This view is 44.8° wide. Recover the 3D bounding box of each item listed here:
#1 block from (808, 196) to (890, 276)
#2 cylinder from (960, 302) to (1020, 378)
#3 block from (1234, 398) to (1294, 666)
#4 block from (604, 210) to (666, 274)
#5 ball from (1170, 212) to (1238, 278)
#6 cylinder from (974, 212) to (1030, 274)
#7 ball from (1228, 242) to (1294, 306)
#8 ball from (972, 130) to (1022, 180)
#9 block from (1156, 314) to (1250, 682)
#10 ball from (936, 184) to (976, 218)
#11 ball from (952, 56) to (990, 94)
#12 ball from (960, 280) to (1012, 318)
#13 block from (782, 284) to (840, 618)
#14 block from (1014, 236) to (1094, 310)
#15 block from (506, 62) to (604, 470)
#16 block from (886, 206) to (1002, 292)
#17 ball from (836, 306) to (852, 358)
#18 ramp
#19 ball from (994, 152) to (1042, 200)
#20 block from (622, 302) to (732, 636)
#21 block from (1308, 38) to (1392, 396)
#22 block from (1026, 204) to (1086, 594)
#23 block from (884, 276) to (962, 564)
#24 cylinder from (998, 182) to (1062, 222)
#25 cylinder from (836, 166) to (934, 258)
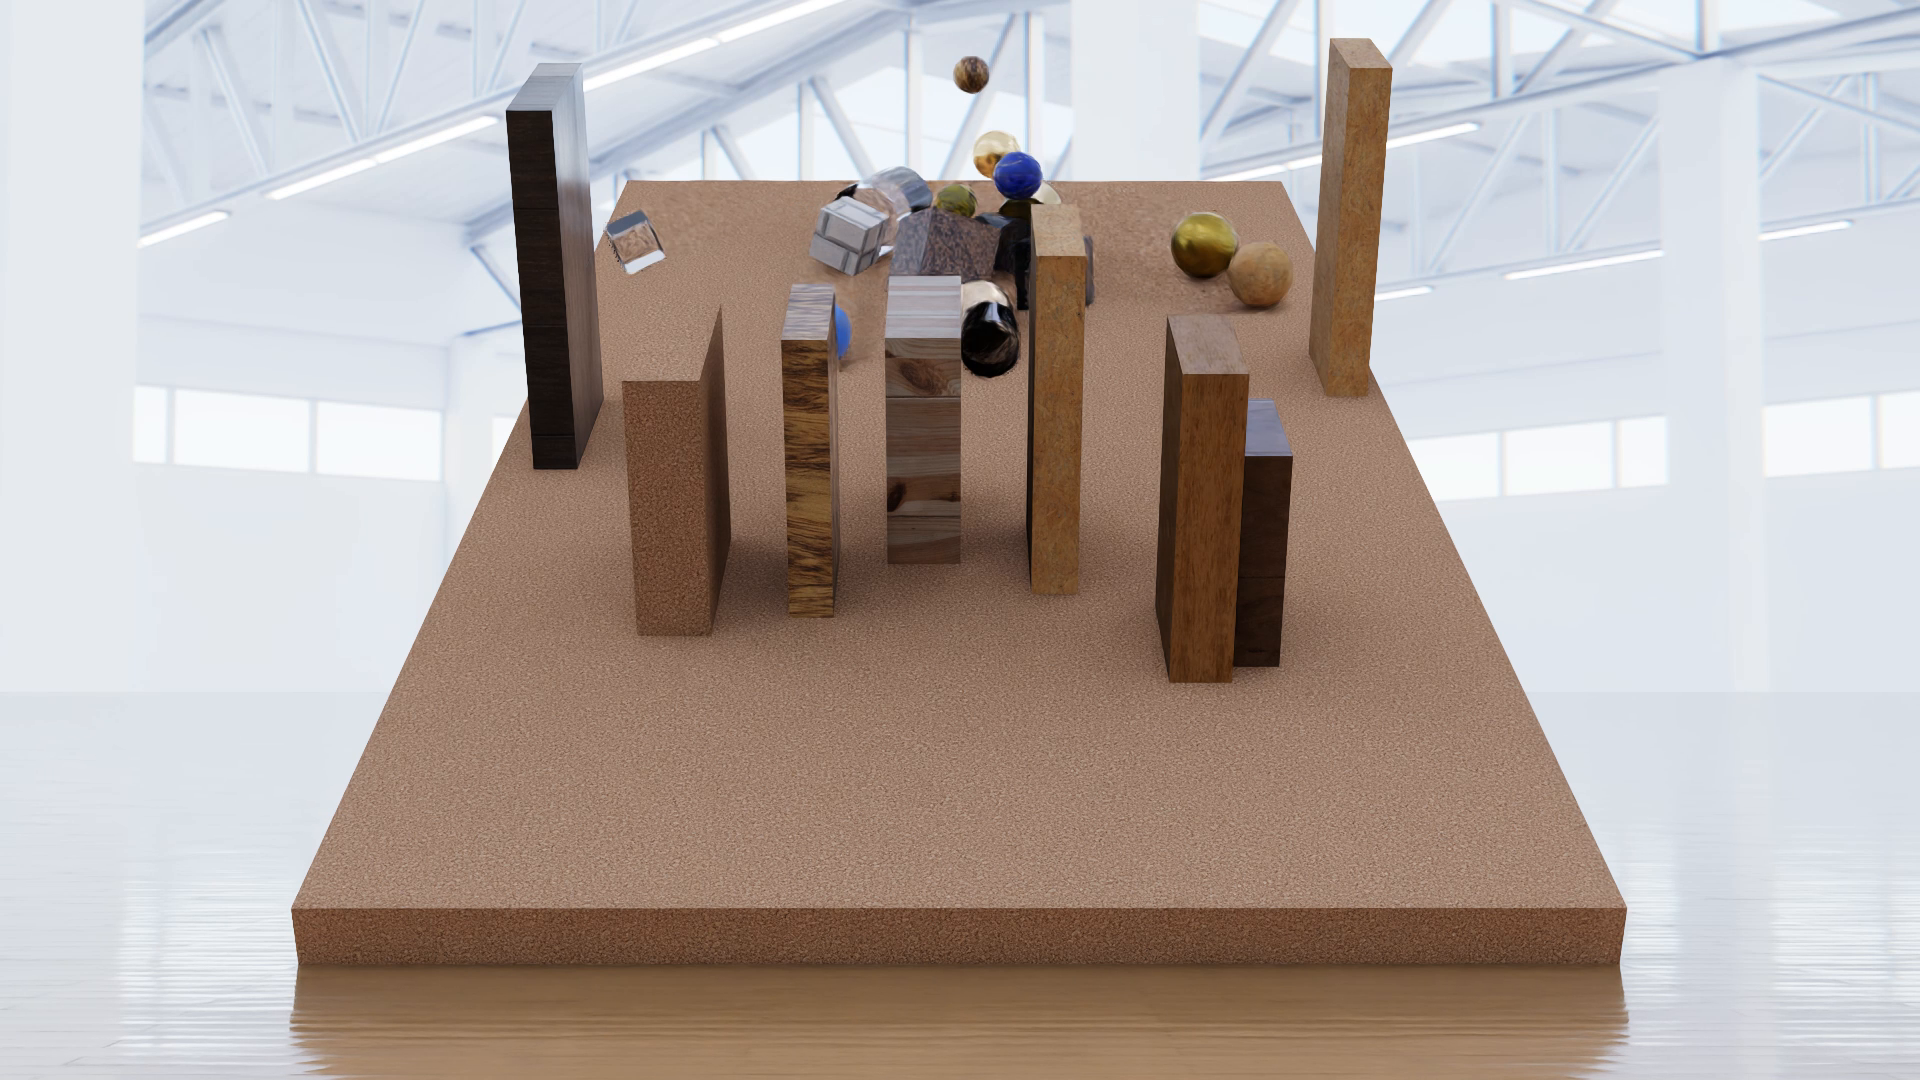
[{"bbox_3d":[-0.300,-0.822,6.303,0.142,0.142,0.142,27,32,15],"label":"block"},{"bbox_3d":[0.069,-0.482,5.596,0.143,0.143,0.143,0,24,-1],"label":"cylinder"},{"bbox_3d":[0.534,-0.016,4.245,0.082,0.410,0.279,0,24,0],"label":"block"},{"bbox_3d":[-0.878,-0.805,6.298,0.110,0.110,0.110,-26,33,-8],"label":"block"},{"bbox_3d":[0.652,-0.788,6.232,0.179,0.179,0.179,0,-4,0],"label":"ball"},{"bbox_3d":[0.113,-0.798,6.267,0.147,0.147,0.147,2,13,-35],"label":"cylinder"},{"bbox_3d":[0.776,-0.687,6.021,0.168,0.168,0.168,0,-4,0],"label":"ball"},{"bbox_3d":[0.106,-1.106,6.696,0.143,0.143,0.143,0,-4,0],"label":"ball"},{"bbox_3d":[0.428,-0.076,4.167,0.112,0.584,0.310,0,24,0],"label":"block"},{"bbox_3d":[-0.010,-0.910,6.317,0.111,0.111,0.111,0,-4,0],"label":"ball"},{"bbox_3d":[0.034,-1.370,6.865,0.111,0.111,0.111,0,-4,0],"label":"ball"},{"bbox_3d":[0.047,-0.556,5.732,0.165,0.165,0.165,0,-4,0],"label":"ball"},{"bbox_3d":[-0.279,-0.171,4.410,0.082,0.552,0.318,0,24,0],"label":"block"},{"bbox_3d":[0.240,-0.675,5.890,0.168,0.168,0.168,0,12,13],"label":"block"},{"bbox_3d":[-0.874,-0.598,5.067,0.094,0.786,0.425,0,24,0],"label":"block"},{"bbox_3d":[-0.043,-0.706,5.883,0.194,0.194,0.194,15,-8,-25],"label":"block"},{"bbox_3d":[-0.338,-0.503,5.630,0.151,0.151,0.151,0,-4,0],"label":"ball"},{"bbox_3d":[-0.008,-0.229,5.330,2.000,0.100,4.000,0,24,0],"label":"ramp"},{"bbox_3d":[0.158,-0.989,6.333,0.133,0.133,0.133,0,-4,0],"label":"ball"},{"bbox_3d":[-0.528,-0.142,4.405,0.136,0.502,0.439,0,24,0],"label":"block"},{"bbox_3d":[0.904,-0.750,5.430,0.094,0.772,0.304,0,24,0],"label":"block"},{"bbox_3d":[0.181,-0.271,4.484,0.090,0.676,0.324,0,24,0],"label":"block"},{"bbox_3d":[-0.071,-0.244,4.672,0.144,0.472,0.373,0,24,0],"label":"block"},{"bbox_3d":[0.193,-0.901,6.496,0.163,0.163,0.163,-1,24,12],"label":"cylinder"},{"bbox_3d":[-0.213,-0.908,6.452,0.210,0.210,0.210,-2,21,29],"label":"cylinder"}]
